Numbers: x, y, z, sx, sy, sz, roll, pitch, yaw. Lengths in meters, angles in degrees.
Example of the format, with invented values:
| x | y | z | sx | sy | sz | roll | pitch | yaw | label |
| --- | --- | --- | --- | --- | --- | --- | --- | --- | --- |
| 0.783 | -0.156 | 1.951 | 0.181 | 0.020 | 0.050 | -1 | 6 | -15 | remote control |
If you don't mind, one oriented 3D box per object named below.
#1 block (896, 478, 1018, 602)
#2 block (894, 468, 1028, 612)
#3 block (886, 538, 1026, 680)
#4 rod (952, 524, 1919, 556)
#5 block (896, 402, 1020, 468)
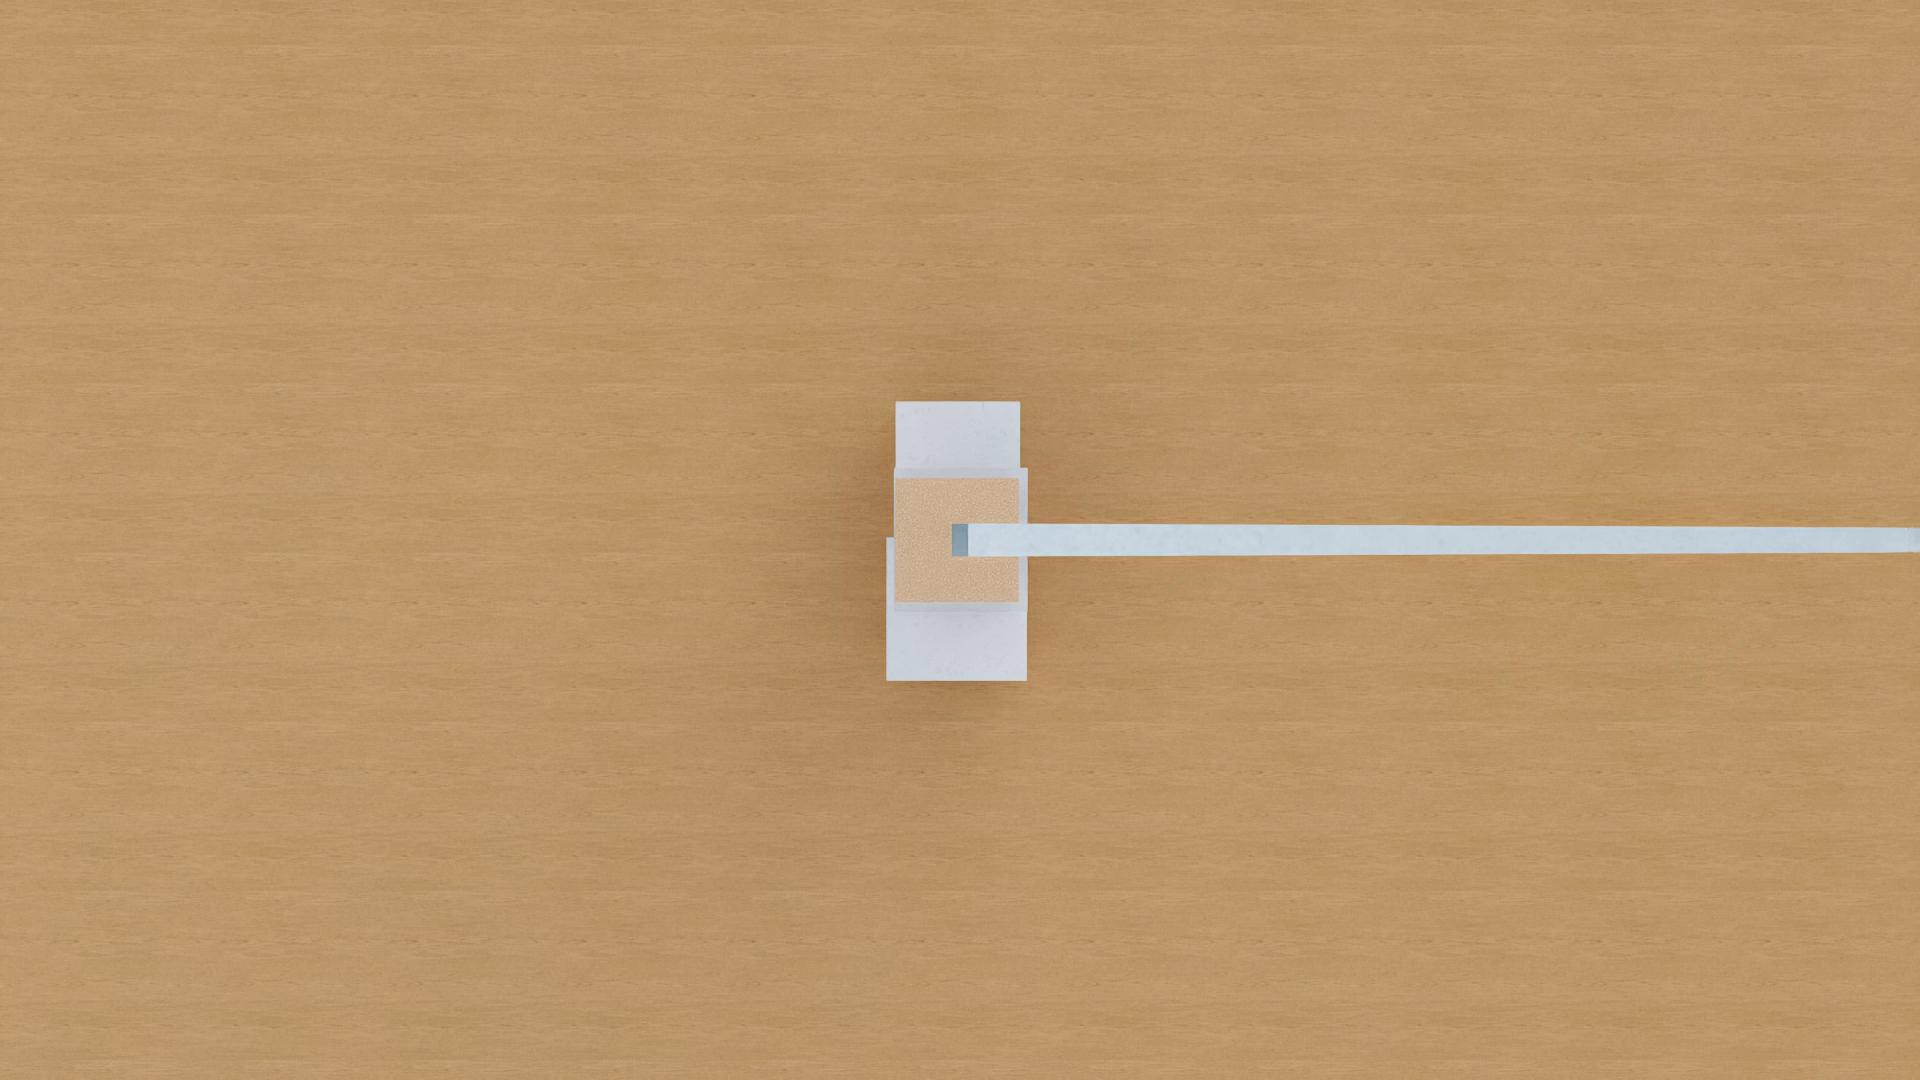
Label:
| x | y | z | sx | sy | sz | roll | pitch | yaw | label |
| --- | --- | --- | --- | --- | --- | --- | --- | --- | --- |
| -0.014 | 0.000 | 10.566 | 0.577 | 0.572 | 0.581 | 0 | 90 | 0 | block |
| 0.004 | 0.000 | 11.213 | 0.659 | 0.723 | 0.710 | 0 | 90 | 0 | block |
| -0.018 | 0.381 | 12.569 | 0.773 | 0.862 | 0.790 | 0 | 90 | 0 | block |
| 2.234 | 0.000 | 6.699 | 5.200 | 0.080 | 0.080 | 0 | 90 | -31 | rod |
| -0.011 | -0.400 | 12.669 | 0.697 | 0.662 | 0.753 | 0 | 90 | 0 | block |
